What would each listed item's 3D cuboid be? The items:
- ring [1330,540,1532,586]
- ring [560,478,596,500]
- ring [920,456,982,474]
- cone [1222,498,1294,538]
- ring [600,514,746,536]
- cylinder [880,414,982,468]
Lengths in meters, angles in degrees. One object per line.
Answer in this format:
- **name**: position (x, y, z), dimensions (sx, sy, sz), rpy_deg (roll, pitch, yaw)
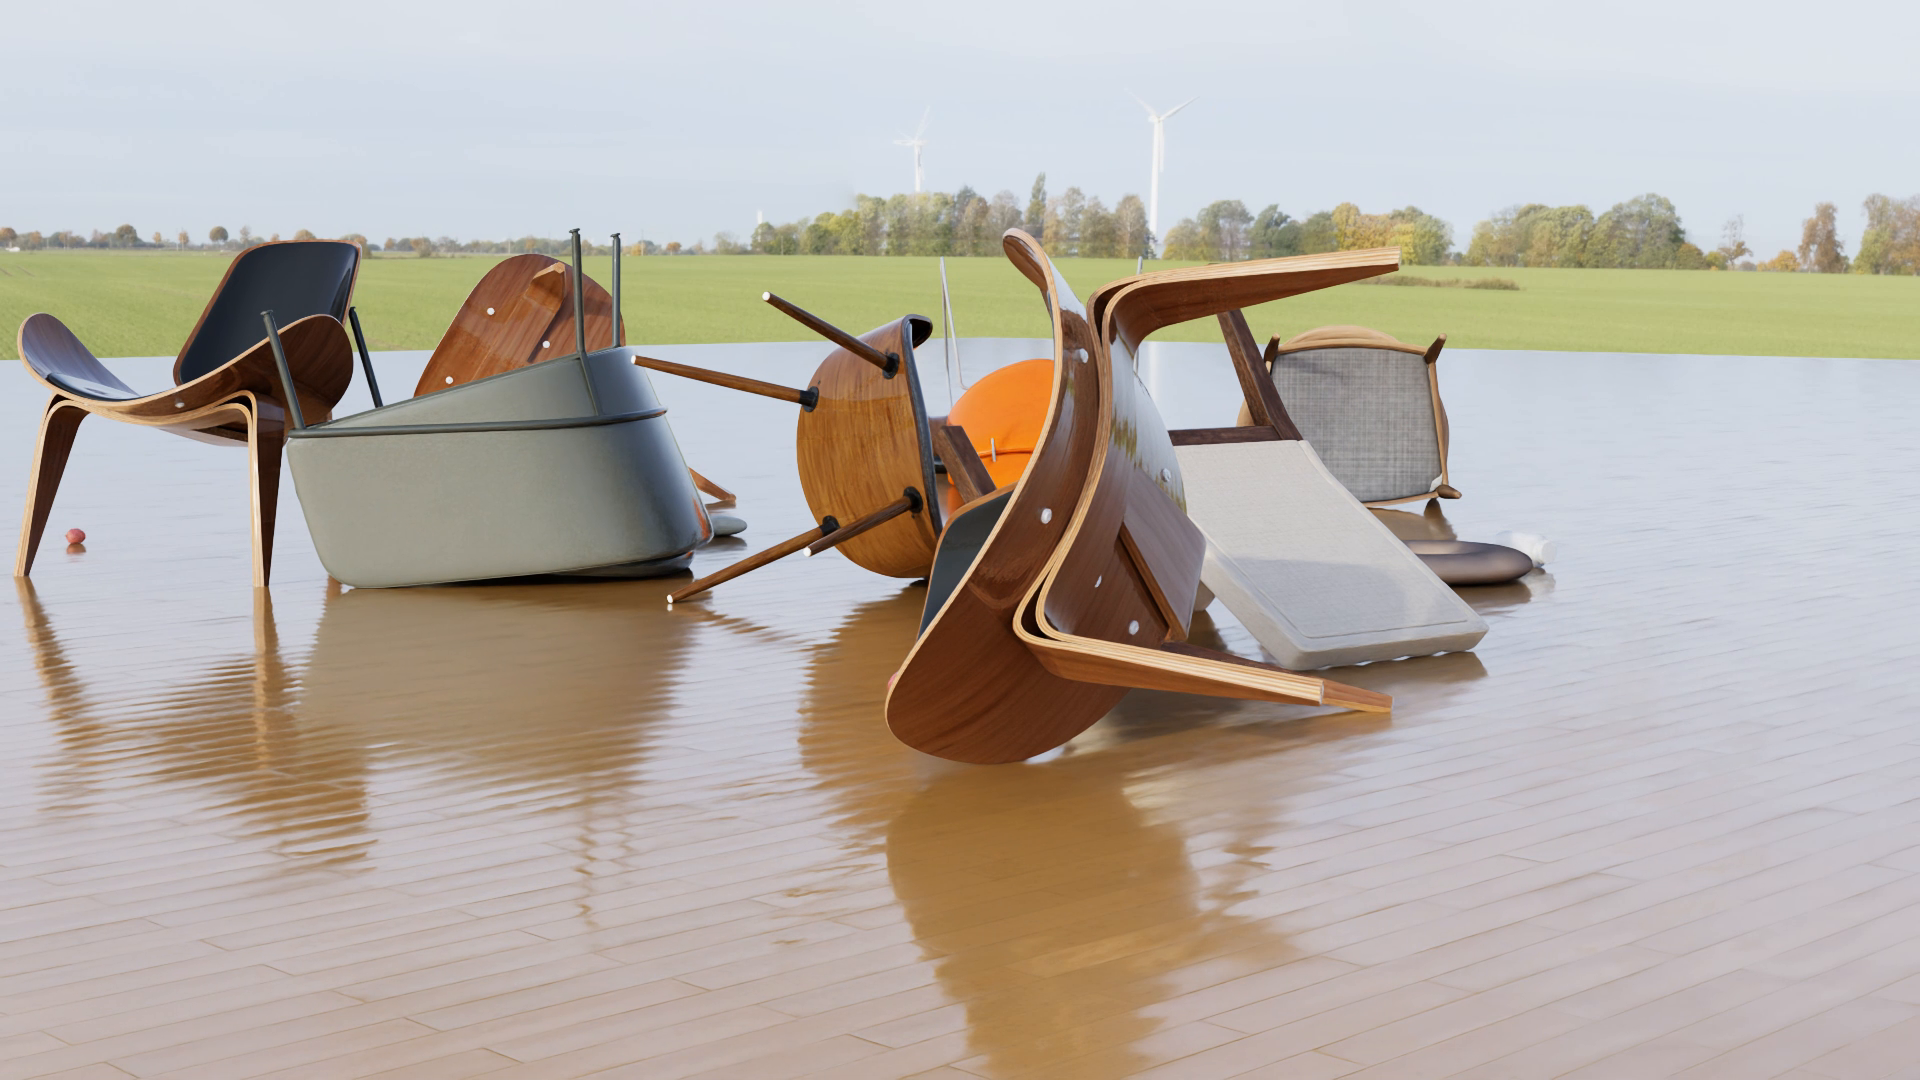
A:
- **ring**: position (1.031, 0.048, 5.627), dimensions (0.436, 0.066, 0.466), rpy_deg (-2, 6, -16)
- **ring**: position (-1.136, -0.152, 7.617), dimensions (0.095, 0.056, 0.125), rpy_deg (-8, 11, -44)
- **ring**: position (-0.031, -0.254, 8.608), dimensions (0.217, 0.056, 0.125), rpy_deg (-1, 5, -13)
- **cone**: position (0.726, -0.033, 6.510), dimensions (0.206, 0.096, 0.144), rpy_deg (5, 26, 34)
- **ring**: position (-0.731, -0.037, 6.540), dimensions (0.387, 0.048, 0.168), rpy_deg (0, 5, 7)
- **cylinder**: position (-0.099, -0.337, 8.796), dimensions (0.282, 0.180, 0.252), rpy_deg (-2, -2, -20)
